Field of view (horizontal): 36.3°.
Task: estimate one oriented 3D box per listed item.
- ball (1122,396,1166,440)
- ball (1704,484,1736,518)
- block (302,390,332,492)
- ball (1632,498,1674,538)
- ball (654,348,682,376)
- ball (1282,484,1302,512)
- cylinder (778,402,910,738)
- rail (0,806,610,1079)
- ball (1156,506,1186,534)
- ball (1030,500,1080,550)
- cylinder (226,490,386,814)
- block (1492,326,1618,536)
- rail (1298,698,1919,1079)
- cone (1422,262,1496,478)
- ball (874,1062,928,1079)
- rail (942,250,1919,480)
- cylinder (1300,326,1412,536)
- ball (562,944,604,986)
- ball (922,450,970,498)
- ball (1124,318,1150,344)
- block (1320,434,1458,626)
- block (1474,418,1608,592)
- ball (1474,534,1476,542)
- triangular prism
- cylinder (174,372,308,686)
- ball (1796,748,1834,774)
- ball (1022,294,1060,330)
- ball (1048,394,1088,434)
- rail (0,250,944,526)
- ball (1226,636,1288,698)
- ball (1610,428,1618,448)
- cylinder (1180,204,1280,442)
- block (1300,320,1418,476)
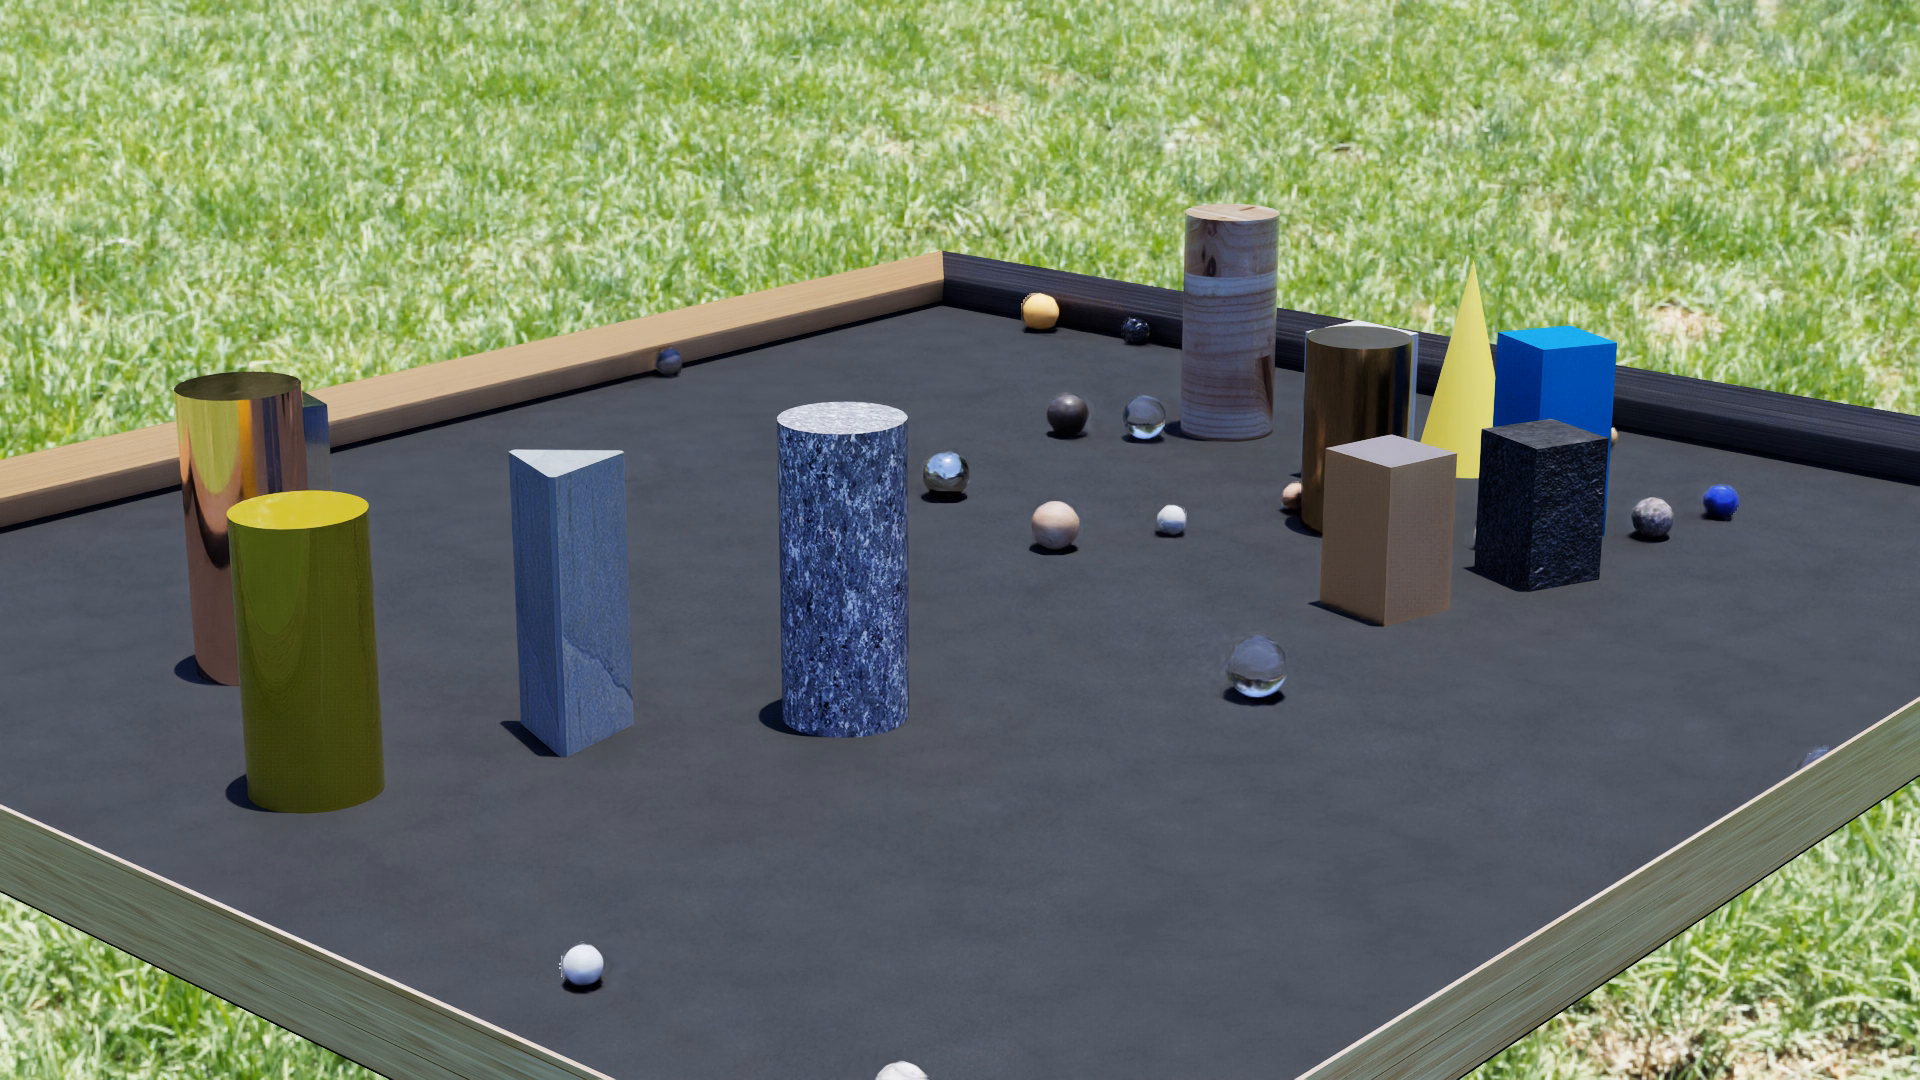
[{"bbox_3d":[0.387,-0.257,6.145,0.091,0.091,0.091,0,17,0],"label":"ball"},{"bbox_3d":[1.449,-0.074,5.588,0.062,0.062,0.062,0,17,0],"label":"ball"},{"bbox_3d":[-1.207,-0.084,5.159,0.157,0.330,0.157,-11,20,-31],"label":"block"},{"bbox_3d":[1.289,-0.042,5.458,0.075,0.075,0.075,0,17,0],"label":"ball"},{"bbox_3d":[-0.666,-0.407,6.694,0.062,0.062,0.062,0,17,0],"label":"ball"},{"bbox_3d":[0.644,-0.082,5.625,0.055,0.055,0.055,0,17,0],"label":"ball"},{"bbox_3d":[-0.177,0.044,4.479,0.196,0.476,0.196,0,17,0],"label":"cylinder"},{"bbox_3d":[-1.175,0.422,3.825,3.273,0.127,0.045,14,22,39],"label":"rail"},{"bbox_3d":[0.395,-0.038,5.479,0.055,0.055,0.055,0,17,0],"label":"ball"},{"bbox_3d":[0.175,-0.027,5.386,0.089,0.089,0.089,0,17,0],"label":"ball"},{"bbox_3d":[-0.934,0.158,4.195,0.196,0.421,0.196,0,17,0],"label":"cylinder"},{"bbox_3d":[1.102,-0.197,5.465,0.157,0.369,0.157,-6,18,-20],"label":"block"},{"bbox_3d":[1.218,0.337,4.108,0.045,0.127,3.631,14,22,39],"label":"rail"},{"bbox_3d":[1.022,-0.355,5.893,0.196,0.424,0.196,0,17,0],"label":"cone"},{"bbox_3d":[-0.066,0.618,3.286,0.066,0.066,0.066,0,17,0],"label":"ball"},{"bbox_3d":[1.175,-0.359,6.416,3.273,0.127,0.045,14,22,39],"label":"rail"},{"bbox_3d":[0.741,-0.203,5.493,0.196,0.363,0.196,0,17,0],"label":"cylinder"},{"bbox_3d":[-0.465,0.525,3.620,0.051,0.051,0.051,0,17,0],"label":"ball"},{"bbox_3d":[-0.027,-0.127,5.713,0.092,0.092,0.092,0,17,0],"label":"ball"},{"bbox_3d":[0.422,-0.500,7.000,0.062,0.062,0.062,0,17,0],"label":"ball"},{"bbox_3d":[0.733,-0.018,5.028,0.157,0.279,0.157,-12,21,-35],"label":"block"},{"bbox_3d":[1.032,-0.064,5.211,0.157,0.260,0.157,-9,19,-26],"label":"block"},{"bbox_3d":[0.968,-0.004,5.381,0.048,0.048,0.048,0,17,0],"label":"ball"},{"bbox_3d":[-0.610,0.085,4.418,0.147,0.434,0.170,10,19,30],"label":"triangular prism"},{"bbox_3d":[-1.141,-0.019,4.702,0.196,0.469,0.196,0,17,0],"label":"cylinder"},{"bbox_3d":[1.240,0.335,4.213,0.073,0.073,0.073,0,17,0],"label":"ball"},{"bbox_3d":[0.197,-0.554,7.134,0.089,0.089,0.089,0,17,0],"label":"ball"},{"bbox_3d":[0.227,-0.265,6.178,0.087,0.087,0.087,0,17,0],"label":"ball"},{"bbox_3d":[-1.218,-0.273,6.133,0.045,0.127,3.631,14,22,39],"label":"rail"},{"bbox_3d":[0.468,0.199,4.619,0.098,0.098,0.098,0,17,0],"label":"ball"},{"bbox_3d":[1.339,-0.214,6.078,0.048,0.048,0.048,0,17,0],"label":"ball"},{"bbox_3d":[0.566,-0.457,6.157,0.196,0.467,0.196,0,17,0],"label":"cylinder"},{"bbox_3d":[0.794,-0.269,5.830,0.157,0.295,0.157,-14,22,-39],"label":"block"}]
